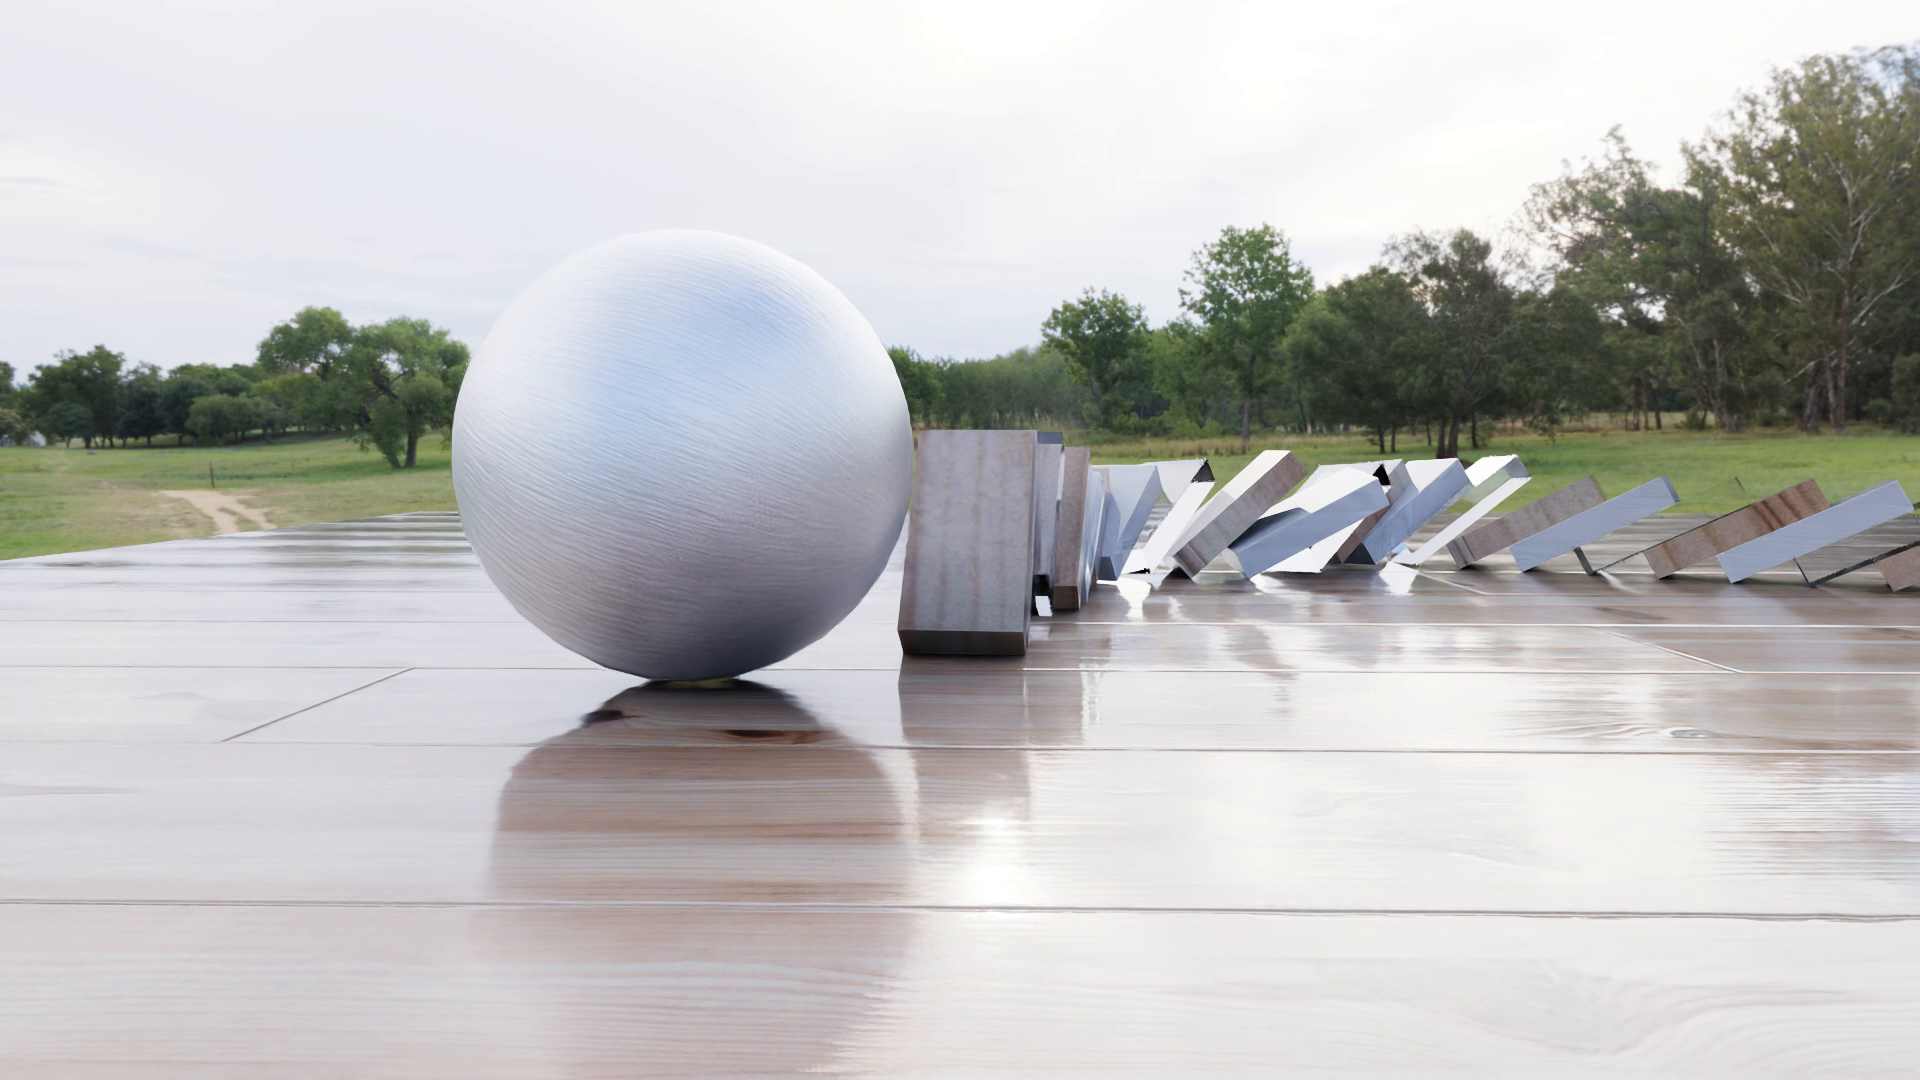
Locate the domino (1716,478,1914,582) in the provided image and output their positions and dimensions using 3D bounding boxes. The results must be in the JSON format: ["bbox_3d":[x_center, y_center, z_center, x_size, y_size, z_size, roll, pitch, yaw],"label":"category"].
[{"bbox_3d":[0.259,-0.003,0.390,0.050,0.009,0.025,-30,-13,31],"label":"domino"}]

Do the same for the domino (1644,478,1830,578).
[{"bbox_3d":[0.243,-0.004,0.401,0.050,0.009,0.025,-31,-13,31],"label":"domino"}]

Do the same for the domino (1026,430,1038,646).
[{"bbox_3d":[0.004,-0.001,0.282,0.025,0.050,0.009,1,-33,7],"label":"domino"}]

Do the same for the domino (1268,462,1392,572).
[{"bbox_3d":[0.122,-0.008,0.434,0.050,0.009,0.025,-42,25,-31],"label":"domino"}]

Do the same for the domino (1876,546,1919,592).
[{"bbox_3d":[0.292,-0.001,0.368,0.050,0.009,0.025,-30,-13,31],"label":"domino"}]

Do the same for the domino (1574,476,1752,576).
[{"bbox_3d":[0.226,-0.005,0.413,0.050,0.009,0.025,-31,-13,31],"label":"domino"}]

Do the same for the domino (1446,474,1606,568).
[{"bbox_3d":[0.193,-0.006,0.437,0.050,0.009,0.025,-30,-10,26],"label":"domino"}]

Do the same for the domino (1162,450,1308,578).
[{"bbox_3d":[0.087,-0.009,0.417,0.050,0.009,0.025,-42,6,-1],"label":"domino"}]

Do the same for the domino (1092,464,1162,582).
[{"bbox_3d":[0.045,-0.006,0.414,0.025,0.009,0.050,1,37,28],"label":"domino"}]

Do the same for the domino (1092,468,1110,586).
[{"bbox_3d":[0.032,-0.005,0.397,0.025,0.009,0.050,0,36,13],"label":"domino"}]

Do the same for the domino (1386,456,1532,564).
[{"bbox_3d":[0.174,-0.011,0.453,0.050,0.010,0.025,-37,4,-2],"label":"domino"}]

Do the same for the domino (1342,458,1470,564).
[{"bbox_3d":[0.154,-0.010,0.455,0.050,0.009,0.025,-38,14,-17],"label":"domino"}]

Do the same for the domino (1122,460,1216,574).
[{"bbox_3d":[0.063,-0.008,0.427,0.025,0.009,0.050,-1,37,42],"label":"domino"}]

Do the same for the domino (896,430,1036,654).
[{"bbox_3d":[0.002,0.000,0.270,0.025,0.050,0.010,1,-33,7],"label":"domino"}]

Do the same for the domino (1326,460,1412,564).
[{"bbox_3d":[0.135,-0.010,0.451,0.050,0.009,0.025,-42,21,-30],"label":"domino"}]

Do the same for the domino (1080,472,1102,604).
[{"bbox_3d":[0.025,-0.002,0.360,0.025,0.010,0.050,1,36,11],"label":"domino"}]

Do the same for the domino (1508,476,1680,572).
[{"bbox_3d":[0.210,-0.005,0.425,0.050,0.009,0.025,-31,-13,31],"label":"domino"}]

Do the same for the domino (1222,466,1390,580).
[{"bbox_3d":[0.109,-0.006,0.413,0.050,0.009,0.025,-28,12,1],"label":"domino"}]

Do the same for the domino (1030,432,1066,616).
[{"bbox_3d":[0.013,-0.005,0.329,0.025,0.050,0.009,1,-33,11],"label":"domino"}]

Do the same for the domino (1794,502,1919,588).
[{"bbox_3d":[0.275,-0.002,0.379,0.050,0.010,0.025,-30,-13,31],"label":"domino"}]

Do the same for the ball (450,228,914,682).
[{"bbox_3d":[-0.048,-0.015,0.230,0.080,0.080,0.080,0,4,0],"label":"ball"}]

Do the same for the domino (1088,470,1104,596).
[{"bbox_3d":[0.028,-0.003,0.379,0.025,0.009,0.050,1,36,12],"label":"domino"}]

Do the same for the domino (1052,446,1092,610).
[{"bbox_3d":[0.021,-0.004,0.343,0.025,0.009,0.050,1,48,11],"label":"domino"}]
